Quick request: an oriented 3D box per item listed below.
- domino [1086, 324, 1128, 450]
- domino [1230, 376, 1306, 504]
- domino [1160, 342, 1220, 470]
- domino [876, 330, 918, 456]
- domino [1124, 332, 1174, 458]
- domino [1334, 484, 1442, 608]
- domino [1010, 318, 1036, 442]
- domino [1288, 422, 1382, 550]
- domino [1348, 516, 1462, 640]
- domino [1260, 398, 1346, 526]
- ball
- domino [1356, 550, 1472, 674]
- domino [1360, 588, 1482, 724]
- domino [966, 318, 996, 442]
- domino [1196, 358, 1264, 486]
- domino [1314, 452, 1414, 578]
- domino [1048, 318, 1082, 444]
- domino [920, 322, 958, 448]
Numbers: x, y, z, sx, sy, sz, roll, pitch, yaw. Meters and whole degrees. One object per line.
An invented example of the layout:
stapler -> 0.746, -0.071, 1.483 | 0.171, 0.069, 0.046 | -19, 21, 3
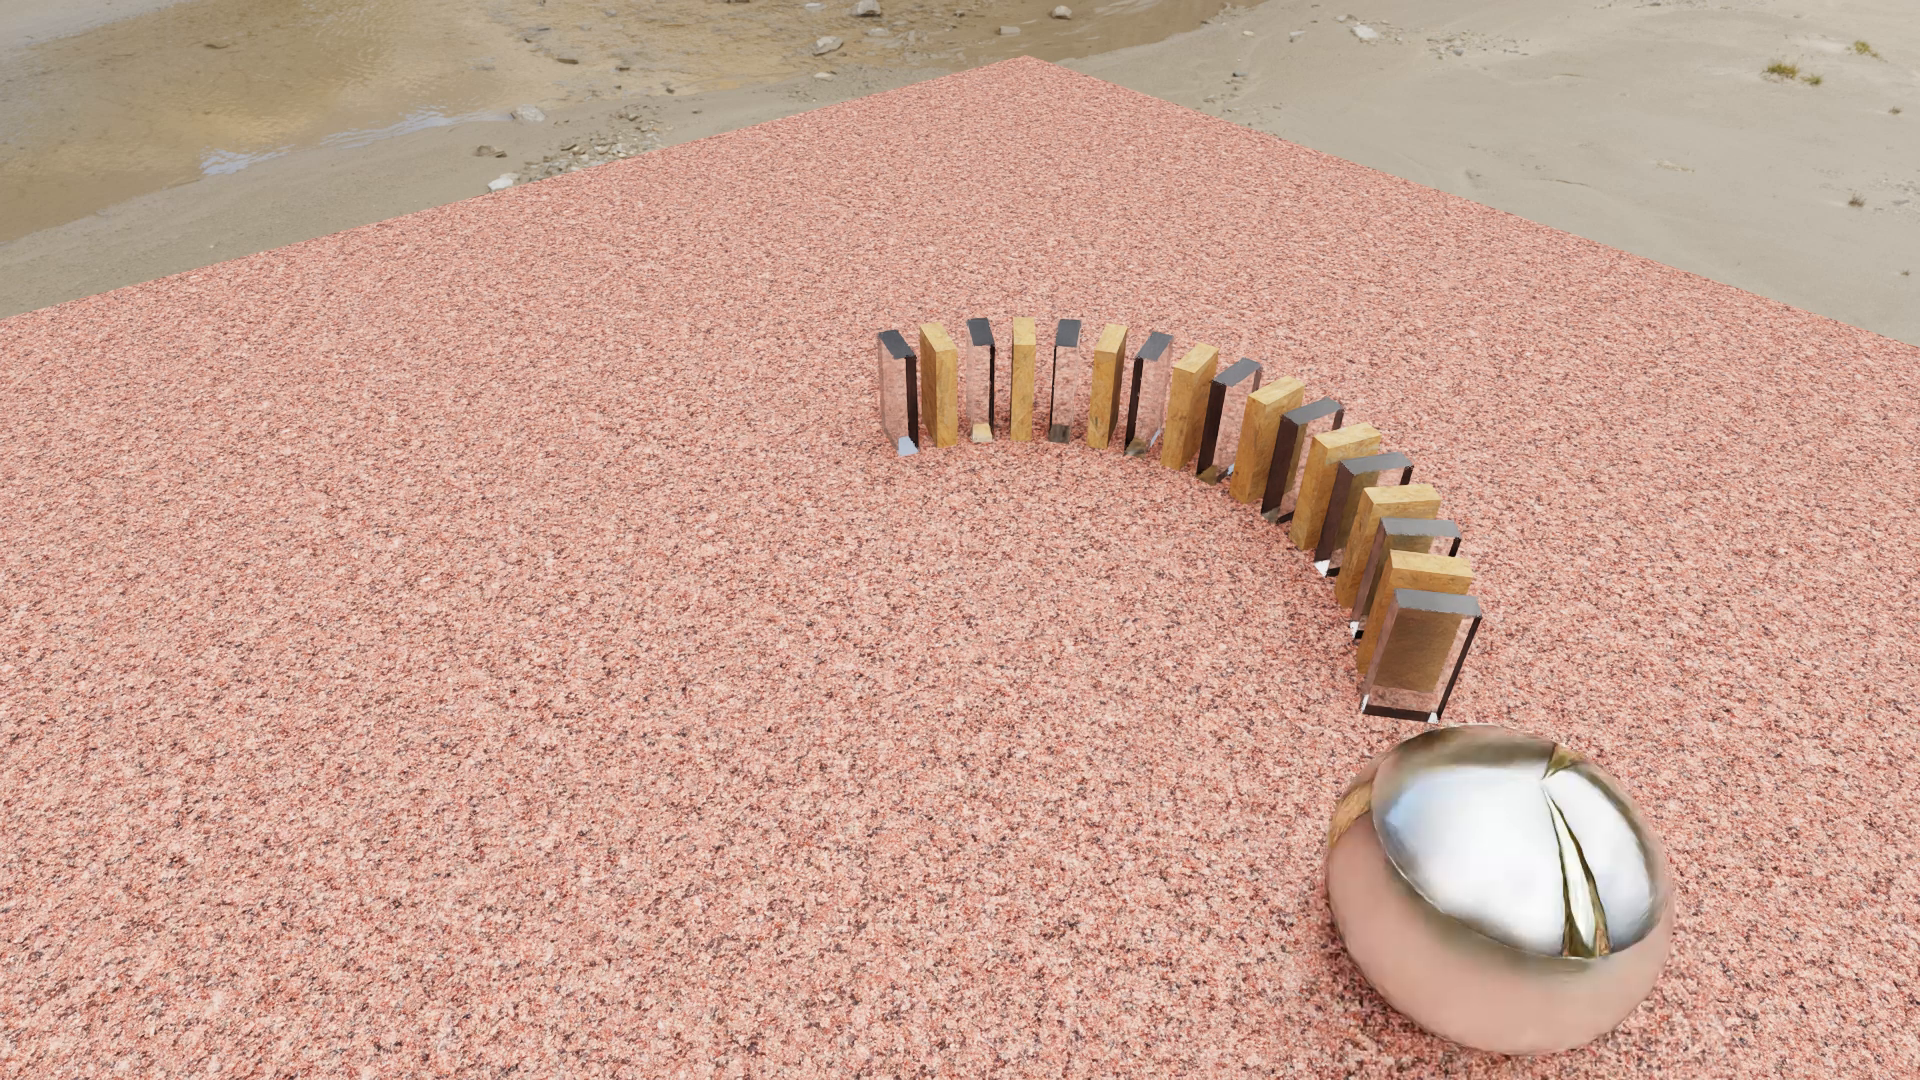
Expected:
domino -> 0.066, -0.069, 0.496 | 0.010, 0.050, 0.025 | 12, 41, 14
domino -> 0.129, -0.042, 0.462 | 0.025, 0.050, 0.009 | -27, 47, -29
domino -> 0.101, -0.058, 0.482 | 0.009, 0.050, 0.025 | 24, 45, 26
domino -> -0.028, -0.065, 0.491 | 0.010, 0.050, 0.025 | -14, 41, -17
domino -> 0.084, -0.064, 0.490 | 0.009, 0.050, 0.025 | 17, 42, 20
domino -> 0.158, 0.003, 0.408 | 0.025, 0.050, 0.009 | -4, 39, -5
domino -> 0.028, -0.073, 0.500 | 0.010, 0.050, 0.025 | 1, 39, 1
domino -> 0.148, -0.021, 0.437 | 0.025, 0.050, 0.009 | -15, 42, -17
domino -> 0.158, 0.015, 0.393 | 0.025, 0.050, 0.010 | 3, 39, 4
domino -> 0.140, -0.032, 0.450 | 0.025, 0.050, 0.009 | -21, 44, -23
ball -> 0.135, 0.088, 0.281 | 0.080, 0.080, 0.080 | 0, 39, 0
domino -> 0.155, 0.027, 0.379 | 0.025, 0.050, 0.009 | 7, 40, 9
domino -> 0.151, 0.039, 0.364 | 0.025, 0.050, 0.009 | 6, 40, 8
domino -> 0.009, -0.072, 0.500 | 0.009, 0.050, 0.025 | -4, 40, -5
domino -> 0.116, -0.051, 0.473 | 0.009, 0.050, 0.025 | 30, 48, 32
domino -> 0.154, -0.009, 0.423 | 0.025, 0.050, 0.010 | -9, 40, -11
domino -> 0.047, -0.072, 0.499 | 0.010, 0.050, 0.025 | 6, 40, 7
domino -> -0.010, -0.070, 0.496 | 0.009, 0.050, 0.025 | -12, 41, -14
